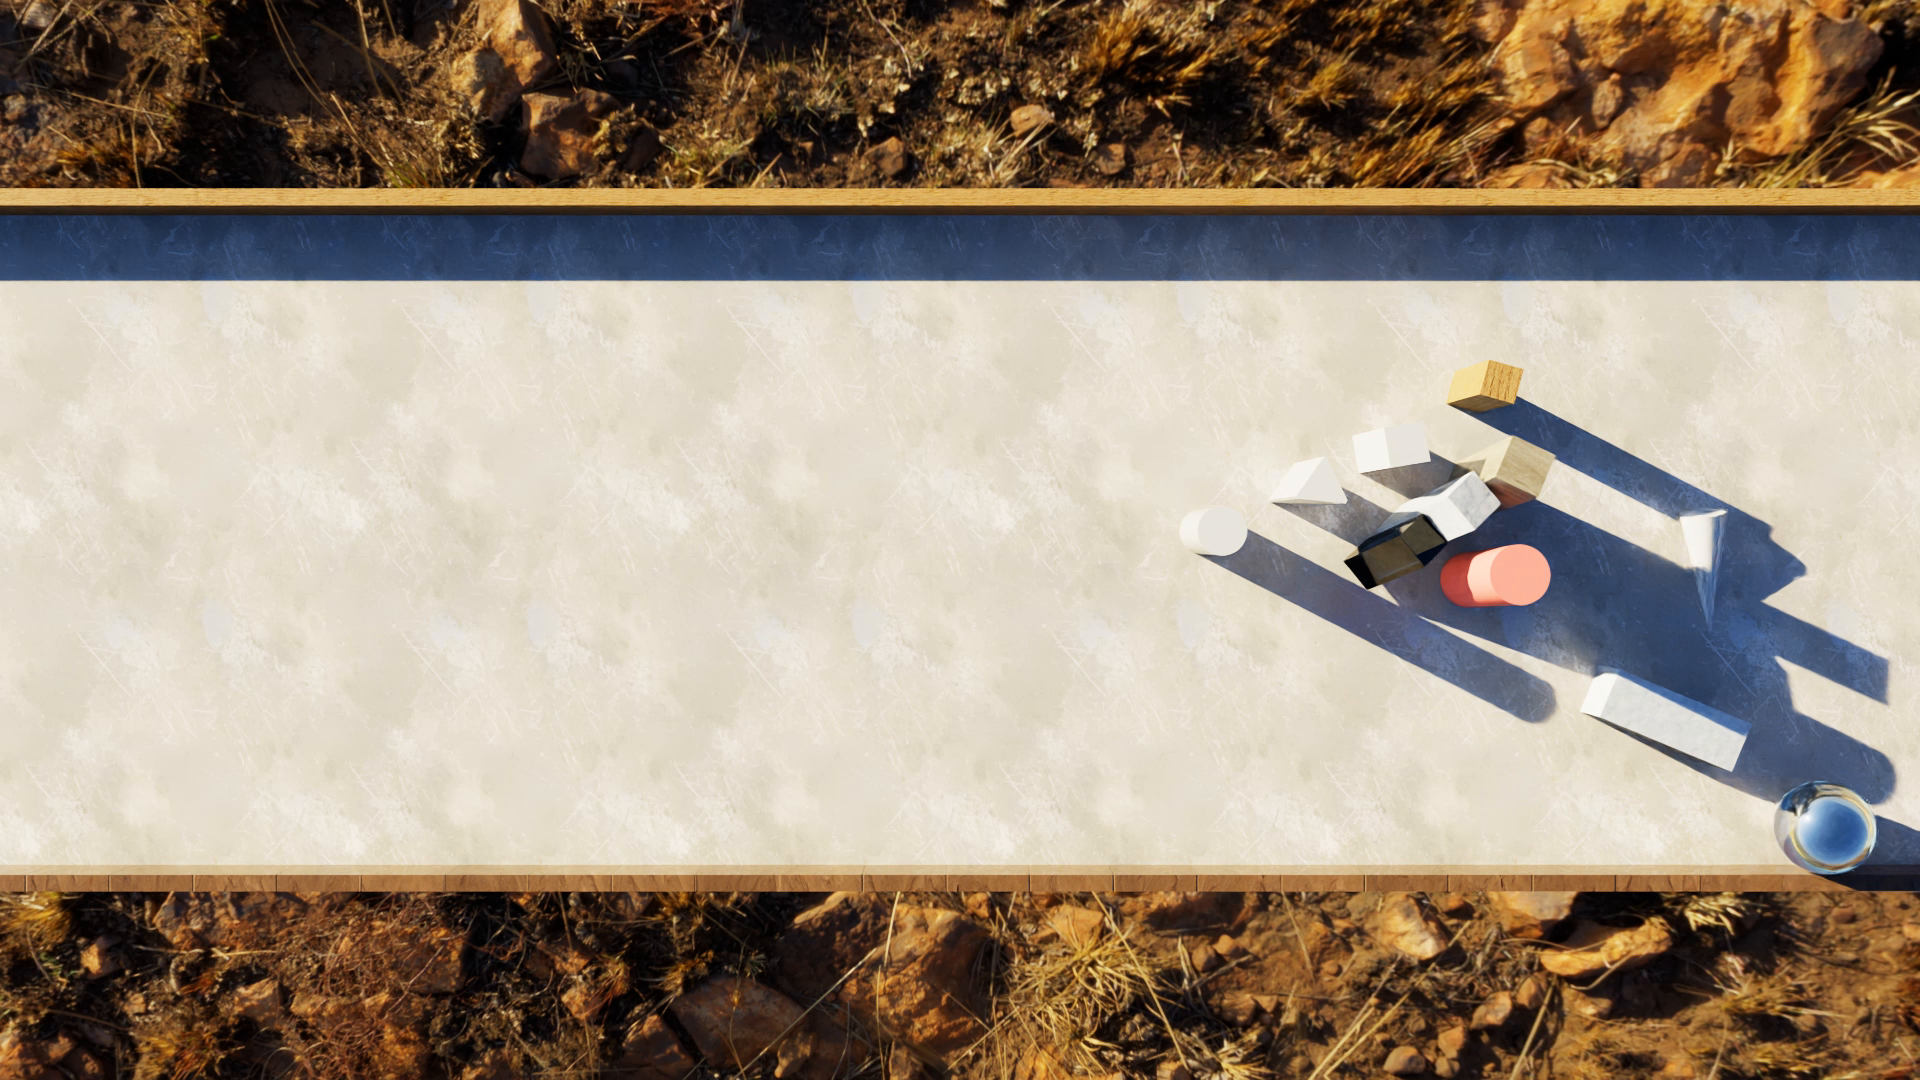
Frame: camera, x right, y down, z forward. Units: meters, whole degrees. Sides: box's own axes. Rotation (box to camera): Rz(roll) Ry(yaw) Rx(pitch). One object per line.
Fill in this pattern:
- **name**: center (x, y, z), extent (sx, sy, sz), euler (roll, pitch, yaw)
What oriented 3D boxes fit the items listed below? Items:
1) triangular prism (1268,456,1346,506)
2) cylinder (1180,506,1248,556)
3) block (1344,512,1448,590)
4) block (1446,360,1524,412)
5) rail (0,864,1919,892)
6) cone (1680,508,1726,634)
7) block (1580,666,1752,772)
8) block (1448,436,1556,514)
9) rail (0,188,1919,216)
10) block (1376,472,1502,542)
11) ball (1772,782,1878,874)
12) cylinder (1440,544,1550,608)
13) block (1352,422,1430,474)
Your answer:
- **triangular prism**: center (1.027, -0.175, 4.867), extent (0.143, 0.419, 0.124), euler (5, 90, 0)
- **cylinder**: center (0.746, -0.027, 4.885), extent (0.142, 0.383, 0.142), euler (0, 90, 0)
- **block**: center (1.294, 0.037, 4.912), extent (0.115, 0.307, 0.115), euler (-39, 90, -24)
- **block**: center (1.559, -0.456, 4.912), extent (0.103, 0.329, 0.103), euler (16, 90, 0)
- **rail**: center (-2.247, 1.025, 5.001), extent (12.000, 0.150, 0.050), euler (0, 90, 0)
- **cone**: center (2.281, 0.105, 5.044), extent (0.131, 0.131, 0.383), euler (-8, 100, 0)
- **block**: center (2.136, 0.539, 4.999), extent (0.428, 0.155, 0.155), euler (23, 90, 0)
- **block**: center (1.571, -0.178, 4.844), extent (0.132, 0.450, 0.132), euler (25, 82, 0)
- **rail**: center (-2.247, -1.025, 5.002), extent (12.000, 0.150, 0.050), euler (0, 90, 0)
- **block**: center (1.407, -0.068, 4.866), extent (0.123, 0.402, 0.123), euler (-40, 90, -20)
- **ball**: center (2.588, 0.862, 4.938), extent (0.277, 0.277, 0.277), euler (0, 90, 0)
- **cylinder**: center (1.564, 0.110, 4.842), extent (0.170, 0.459, 0.170), euler (0, 87, -1)
- **block**: center (1.275, -0.272, 4.889), extent (0.116, 0.376, 0.116), euler (-9, 90, 0)
